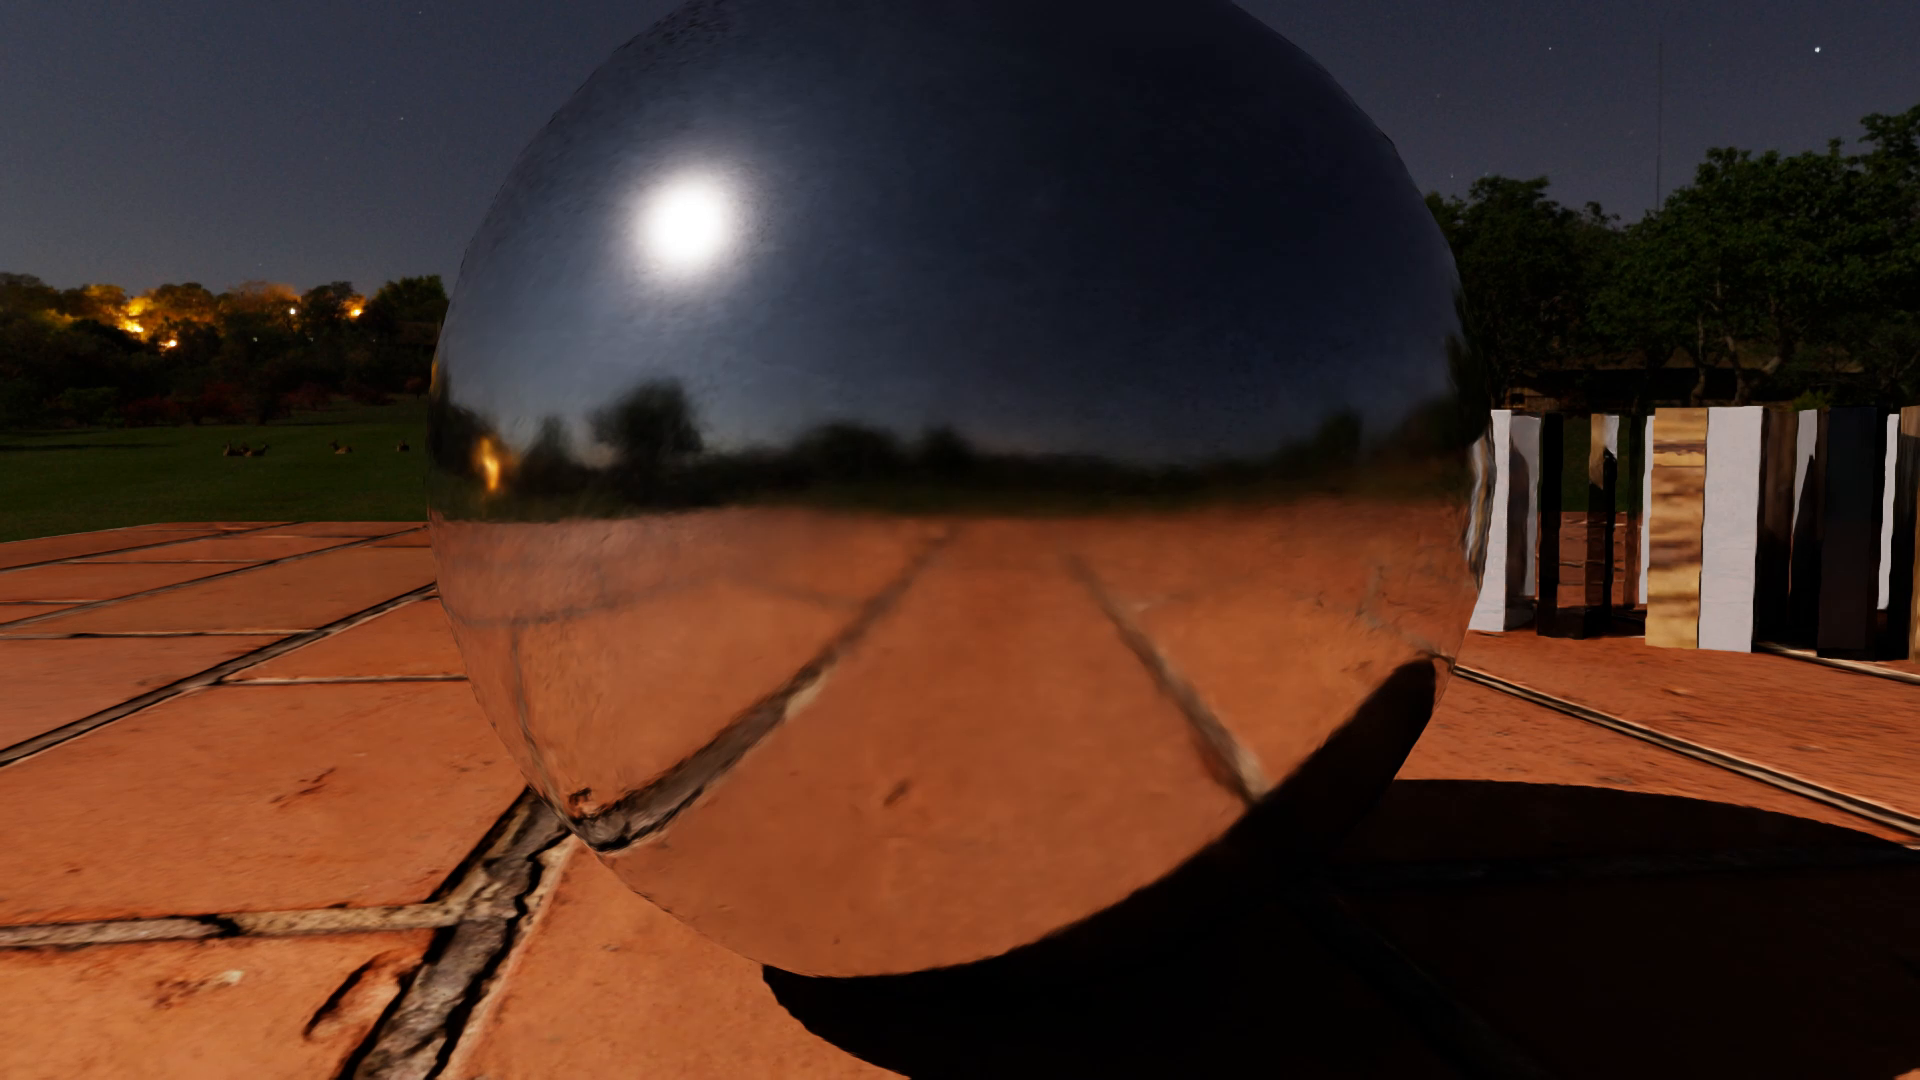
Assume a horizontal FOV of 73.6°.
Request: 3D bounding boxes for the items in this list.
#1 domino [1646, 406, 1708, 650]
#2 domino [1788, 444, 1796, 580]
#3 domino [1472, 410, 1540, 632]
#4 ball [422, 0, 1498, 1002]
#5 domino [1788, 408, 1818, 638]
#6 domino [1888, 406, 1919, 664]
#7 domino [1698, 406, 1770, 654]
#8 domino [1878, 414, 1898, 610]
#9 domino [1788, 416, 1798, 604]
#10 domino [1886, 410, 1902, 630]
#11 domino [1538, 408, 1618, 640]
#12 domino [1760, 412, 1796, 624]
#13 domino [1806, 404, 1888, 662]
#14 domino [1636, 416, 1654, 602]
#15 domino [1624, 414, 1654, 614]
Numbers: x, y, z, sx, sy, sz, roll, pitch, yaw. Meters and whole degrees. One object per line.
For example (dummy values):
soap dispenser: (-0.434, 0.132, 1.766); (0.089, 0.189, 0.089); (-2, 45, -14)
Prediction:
domino: (0.156, -0.003, 0.277); (0.009, 0.050, 0.025); (3, 5, 35)
domino: (0.208, -0.008, 0.343); (0.009, 0.050, 0.025); (-1, 5, -19)
domino: (0.127, -0.005, 0.300); (0.010, 0.050, 0.025); (3, 5, 38)
ball: (0.000, -0.005, 0.103); (0.080, 0.080, 0.080); (0, 4, 0)
domino: (0.193, -0.004, 0.284); (0.009, 0.050, 0.025); (2, 5, 24)
domino: (0.194, -0.002, 0.255); (0.009, 0.050, 0.025); (2, 5, 26)
domino: (0.164, -0.003, 0.272); (0.010, 0.050, 0.025); (3, 5, 35)
domino: (0.244, -0.008, 0.339); (0.010, 0.050, 0.025); (4, 6, 42)
domino: (0.224, -0.008, 0.347); (0.009, 0.050, 0.025); (0, 4, -2)
domino: (0.216, -0.003, 0.280); (0.009, 0.050, 0.025); (0, 4, 6)
domino: (0.140, -0.004, 0.290); (0.009, 0.050, 0.025); (3, 6, 39)
domino: (0.182, -0.005, 0.304); (0.025, 0.050, 0.010); (-1, 4, -7)
domino: (0.181, -0.002, 0.262); (0.009, 0.050, 0.025); (2, 5, 29)
domino: (0.193, -0.008, 0.337); (0.009, 0.050, 0.025); (-3, 5, -33)
domino: (0.182, -0.007, 0.322); (0.025, 0.050, 0.010); (1, 4, 13)
